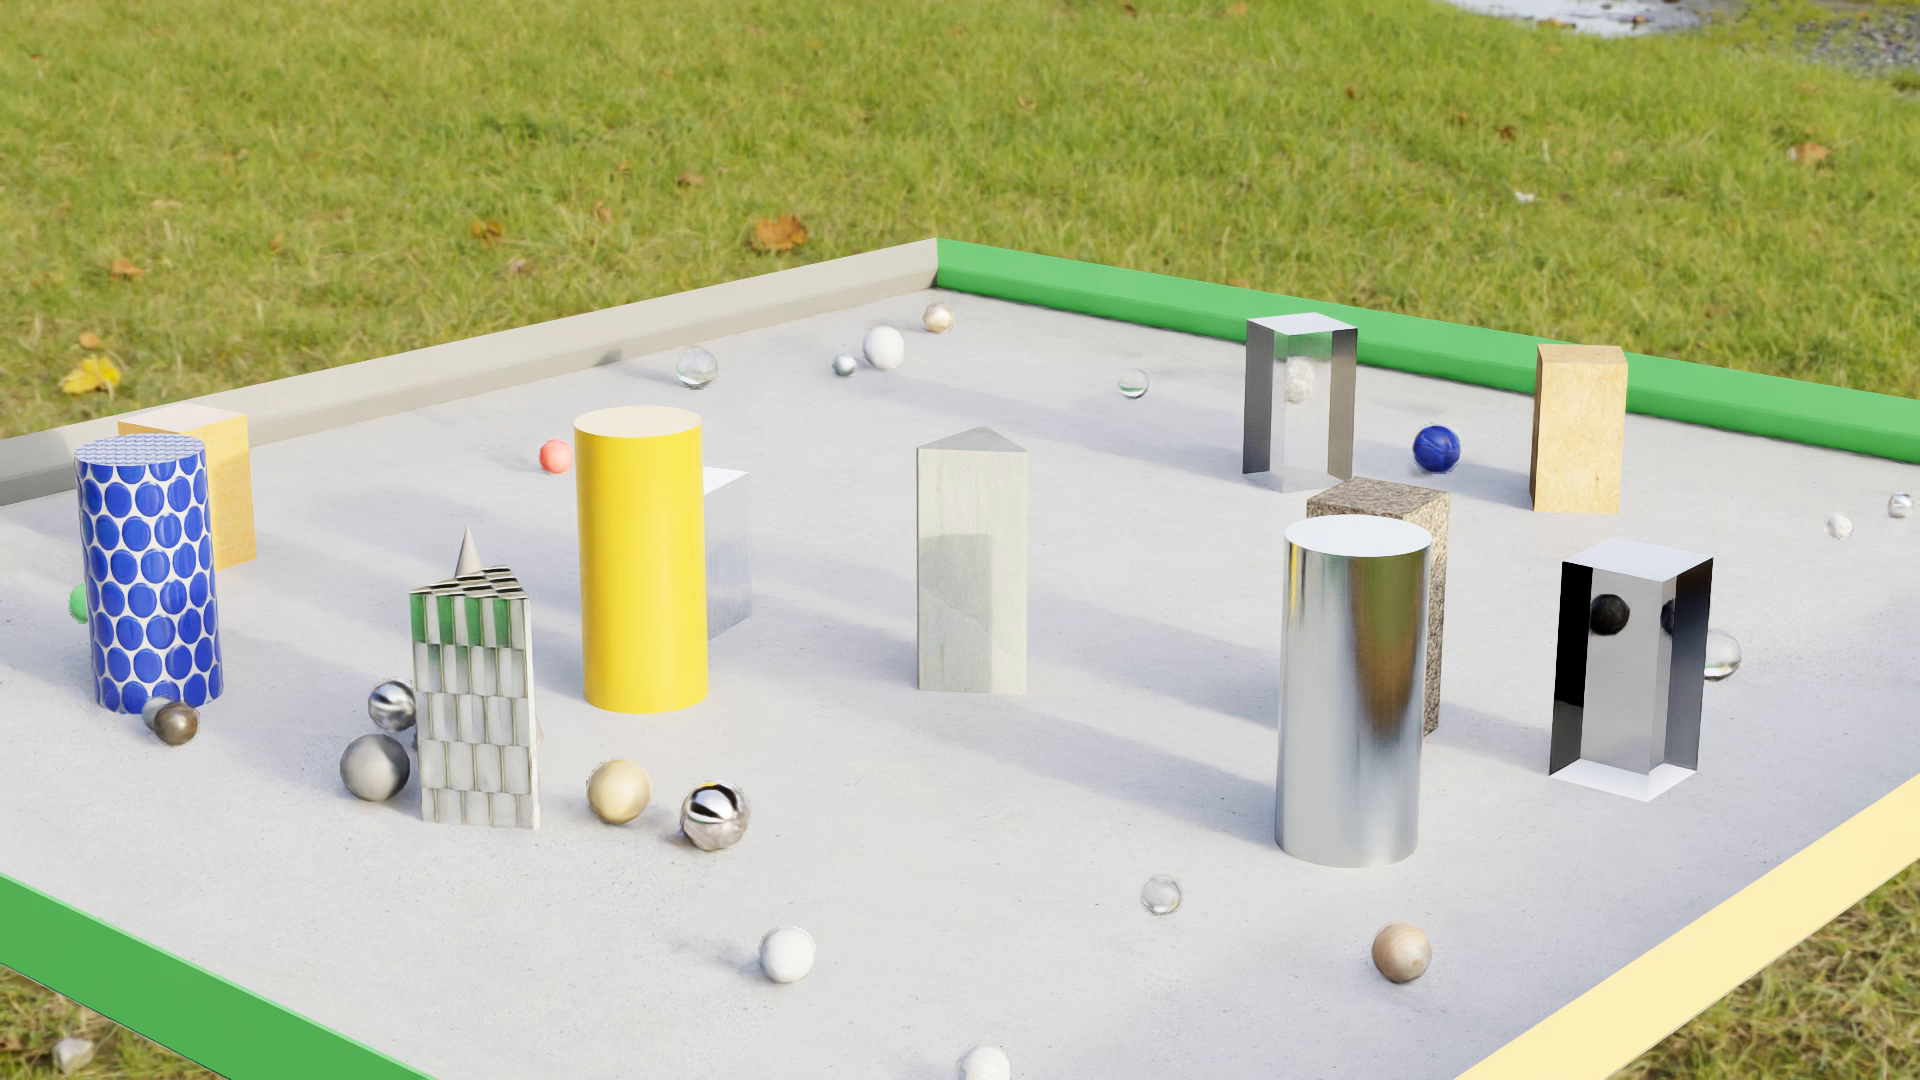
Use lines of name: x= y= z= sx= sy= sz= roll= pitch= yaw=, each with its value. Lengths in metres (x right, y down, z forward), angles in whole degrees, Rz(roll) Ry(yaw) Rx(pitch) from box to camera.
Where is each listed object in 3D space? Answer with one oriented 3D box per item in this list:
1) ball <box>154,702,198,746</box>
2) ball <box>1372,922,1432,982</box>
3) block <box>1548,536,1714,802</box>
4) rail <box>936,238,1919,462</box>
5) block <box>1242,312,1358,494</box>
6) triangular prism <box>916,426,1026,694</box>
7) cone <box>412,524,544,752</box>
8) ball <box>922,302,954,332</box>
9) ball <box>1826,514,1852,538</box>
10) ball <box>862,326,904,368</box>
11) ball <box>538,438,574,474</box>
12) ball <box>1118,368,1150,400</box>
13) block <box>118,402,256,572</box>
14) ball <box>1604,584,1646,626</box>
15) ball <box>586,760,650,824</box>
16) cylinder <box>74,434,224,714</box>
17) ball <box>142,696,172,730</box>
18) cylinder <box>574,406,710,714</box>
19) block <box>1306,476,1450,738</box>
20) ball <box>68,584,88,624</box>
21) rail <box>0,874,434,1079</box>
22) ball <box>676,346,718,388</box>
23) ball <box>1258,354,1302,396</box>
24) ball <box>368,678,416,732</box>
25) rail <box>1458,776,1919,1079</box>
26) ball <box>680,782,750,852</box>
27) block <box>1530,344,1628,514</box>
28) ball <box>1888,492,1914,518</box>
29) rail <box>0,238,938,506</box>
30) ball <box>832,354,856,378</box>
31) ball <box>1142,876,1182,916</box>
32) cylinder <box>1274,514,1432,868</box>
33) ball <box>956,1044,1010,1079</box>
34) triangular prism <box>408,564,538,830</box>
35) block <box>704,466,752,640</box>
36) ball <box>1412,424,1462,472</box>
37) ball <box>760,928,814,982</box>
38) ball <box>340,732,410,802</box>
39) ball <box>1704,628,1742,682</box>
ball: x=-1.182 y=0.277 z=4.419 sx=0.067 sy=0.067 sz=0.067 roll=0 pitch=17 yaw=0
ball: x=0.547 y=0.511 z=3.631 sx=0.073 sy=0.073 sz=0.073 roll=0 pitch=17 yaw=0
block: x=0.975 y=0.185 z=4.263 sx=0.158 sy=0.331 sz=0.158 roll=13 pitch=21 yaw=38
rail: x=1.255 y=-0.385 z=6.504 sx=3.529 sy=0.128 sz=0.045 roll=14 pitch=22 yaw=39
block: x=0.672 y=-0.273 z=5.807 sx=0.158 sy=0.318 sz=0.158 roll=-8 pitch=18 yaw=-24
triangular prism: x=0.027 y=0.030 z=4.664 sx=0.171 sy=0.398 sz=0.148 roll=2 pitch=17 yaw=7
cone: x=-0.730 y=0.139 z=4.393 sx=0.197 sy=0.344 sz=0.197 roll=0 pitch=17 yaw=0
ball: x=-0.053 y=-0.541 z=7.117 sx=0.075 sy=0.075 sz=0.075 roll=0 pitch=17 yaw=0
ball: x=1.635 y=-0.025 z=5.455 sx=0.046 sy=0.046 sz=0.046 roll=0 pitch=17 yaw=0
ball: x=-0.177 y=-0.445 z=6.762 sx=0.097 sy=0.097 sz=0.097 roll=0 pitch=17 yaw=0
ball: x=-0.810 y=-0.168 z=5.888 sx=0.070 sy=0.070 sz=0.070 roll=0 pitch=17 yaw=0
ball: x=0.384 y=-0.345 z=6.478 sx=0.069 sy=0.069 sz=0.069 roll=0 pitch=17 yaw=0
block: x=-1.390 y=-0.089 z=5.278 sx=0.158 sy=0.271 sz=0.158 roll=10 pitch=20 yaw=31
ball: x=1.127 y=0.111 z=4.964 sx=0.070 sy=0.070 sz=0.070 roll=0 pitch=17 yaw=0
ball: x=-0.480 y=0.354 z=4.123 sx=0.089 sy=0.089 sz=0.089 roll=0 pitch=17 yaw=0
cylinder: x=-1.268 y=0.051 z=4.588 sx=0.197 sy=0.400 sz=0.197 roll=0 pitch=17 yaw=0
ball: x=-1.222 y=0.266 z=4.477 sx=0.054 sy=0.054 sz=0.054 roll=0 pitch=17 yaw=0
cylinder: x=-0.497 y=0.030 z=4.585 sx=0.197 sy=0.444 sz=0.197 roll=0 pitch=17 yaw=0
block: x=0.624 y=0.114 z=4.423 sx=0.158 sy=0.376 sz=0.158 roll=11 pitch=20 yaw=33
ball: x=-1.476 y=0.106 z=4.977 sx=0.070 sy=0.070 sz=0.070 roll=0 pitch=17 yaw=0
rail: x=-1.255 y=0.449 z=3.736 sx=3.529 sy=0.128 sz=0.045 roll=14 pitch=22 yaw=39
ball: x=-0.588 y=-0.386 z=6.569 sx=0.094 sy=0.094 sz=0.094 roll=0 pitch=17 yaw=0
ball: x=0.708 y=-0.365 z=6.497 sx=0.095 sy=0.095 sz=0.095 roll=0 pitch=17 yaw=0
ball: x=-0.845 y=0.247 z=4.381 sx=0.080 sy=0.080 sz=0.080 roll=0 pitch=17 yaw=0
rail: x=1.314 y=0.361 z=4.027 sx=0.045 sy=0.128 sz=3.876 roll=14 pitch=22 yaw=39
ball: x=-0.337 y=0.379 z=4.027 sx=0.096 sy=0.096 sz=0.096 roll=0 pitch=17 yaw=0
block: x=1.191 y=-0.215 z=5.656 sx=0.158 sy=0.294 sz=0.158 roll=2 pitch=17 yaw=7
ball: x=1.793 y=-0.067 z=5.589 sx=0.048 sy=0.048 sz=0.048 roll=0 pitch=17 yaw=0
rail: x=-1.314 y=-0.297 z=6.213 sx=0.045 sy=0.128 sz=3.876 roll=14 pitch=22 yaw=39
ball: x=-0.264 y=-0.398 z=6.680 sx=0.053 sy=0.053 sz=0.053 roll=0 pitch=17 yaw=0
ball: x=0.263 y=0.464 z=3.824 sx=0.052 sy=0.052 sz=0.052 roll=0 pitch=17 yaw=0
cylinder: x=0.535 y=0.205 z=4.005 sx=0.197 sy=0.442 sz=0.197 roll=0 pitch=17 yaw=0
ball: x=0.026 y=0.605 z=3.335 sx=0.063 sy=0.063 sz=0.063 roll=0 pitch=17 yaw=0
triangular prism: x=-0.662 y=0.218 z=4.143 sx=0.171 sy=0.339 sz=0.148 roll=3 pitch=17 yaw=10
block: x=-0.461 y=0.018 z=4.951 sx=0.158 sy=0.254 sz=0.158 roll=8 pitch=18 yaw=24
ball: x=0.959 y=-0.184 z=5.894 sx=0.097 sy=0.097 sz=0.097 roll=0 pitch=17 yaw=0
ball: x=-0.215 y=0.514 z=3.629 sx=0.068 sy=0.068 sz=0.068 roll=0 pitch=17 yaw=0
ball: x=-0.838 y=0.326 z=4.200 sx=0.099 sy=0.099 sz=0.099 roll=0 pitch=17 yaw=0
ball: x=1.208 y=0.184 z=4.694 sx=0.085 sy=0.085 sz=0.085 roll=0 pitch=17 yaw=0
